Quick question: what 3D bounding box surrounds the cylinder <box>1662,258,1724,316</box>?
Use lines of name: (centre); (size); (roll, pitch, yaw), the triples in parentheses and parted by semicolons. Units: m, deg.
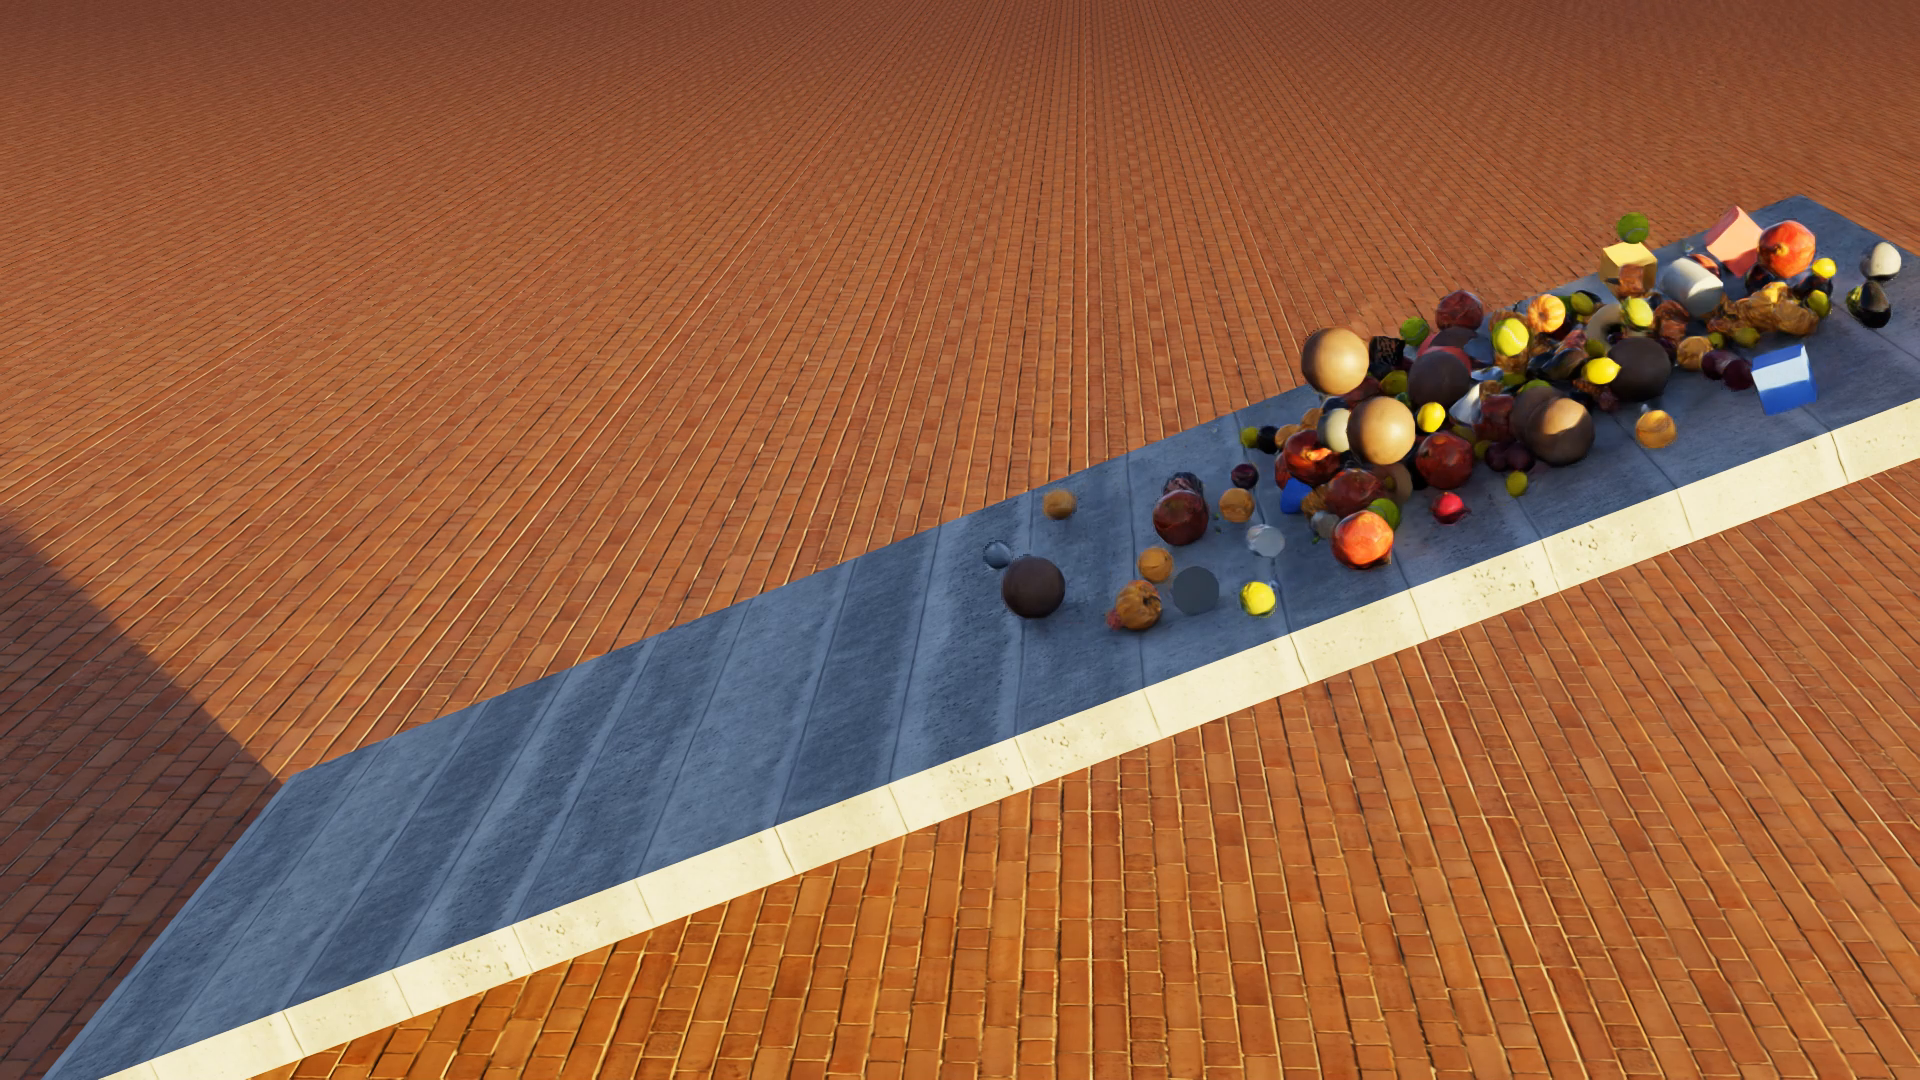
cylinder: (1.486, -0.515, 5.967); (0.087, 0.087, 0.087); (-6, 35, -24)

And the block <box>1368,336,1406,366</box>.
block: (0.958, -0.425, 6.616); (0.060, 0.060, 0.060); (7, 4, -13)

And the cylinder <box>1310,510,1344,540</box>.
cylinder: (0.714, -0.028, 5.735); (0.052, 0.052, 0.052); (-3, 9, -10)

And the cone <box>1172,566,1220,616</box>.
cone: (0.462, 0.104, 5.638); (0.093, 0.093, 0.093); (5, -7, 18)

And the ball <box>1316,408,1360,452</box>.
ball: (0.736, -0.213, 5.719); (0.086, 0.086, 0.086); (0, 14, 0)

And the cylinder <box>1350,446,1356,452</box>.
cylinder: (0.840, -0.222, 6.335); (0.057, 0.057, 0.057); (-22, 12, 5)

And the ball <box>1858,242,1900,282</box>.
ball: (1.849, -0.558, 5.915); (0.081, 0.081, 0.081); (0, 14, 0)

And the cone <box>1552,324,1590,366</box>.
cone: (1.326, -0.412, 6.320); (0.092, 0.092, 0.092); (6, -4, 24)

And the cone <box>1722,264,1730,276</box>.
cone: (1.701, -0.608, 6.500); (0.065, 0.065, 0.065); (9, 55, 33)

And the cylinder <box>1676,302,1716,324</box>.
cylinder: (1.546, -0.496, 6.179); (0.063, 0.063, 0.063); (-28, 0, 27)

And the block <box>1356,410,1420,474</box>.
block: (0.884, -0.194, 6.038); (0.098, 0.098, 0.098); (-12, 16, 42)

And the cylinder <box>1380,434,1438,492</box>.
cylinder: (0.889, -0.153, 5.816); (0.083, 0.083, 0.083); (-6, 32, -24)

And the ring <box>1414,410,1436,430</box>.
ring: (0.959, -0.244, 6.263); (0.117, 0.039, 0.117); (-21, 12, 5)

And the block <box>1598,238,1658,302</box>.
block: (1.489, -0.602, 6.554); (0.087, 0.087, 0.087); (-20, 49, -14)

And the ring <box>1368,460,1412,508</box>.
ring: (0.843, -0.110, 5.757); (0.033, 0.098, 0.098); (-13, 19, -43)

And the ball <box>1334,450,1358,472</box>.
ball: (0.809, -0.167, 6.168); (0.050, 0.050, 0.050); (0, 14, 0)

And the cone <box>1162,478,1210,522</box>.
cone: (0.501, -0.075, 6.279); (0.099, 0.099, 0.099); (-12, 20, -40)

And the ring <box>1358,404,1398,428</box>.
ring: (0.895, -0.261, 6.309); (0.088, 0.029, 0.088); (-11, -28, -6)

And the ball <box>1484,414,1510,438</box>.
ball: (1.085, -0.230, 5.944); (0.050, 0.050, 0.050); (0, 14, 0)

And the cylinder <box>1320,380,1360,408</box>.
cylinder: (0.866, -0.323, 6.709); (0.065, 0.065, 0.065); (-28, 25, -23)

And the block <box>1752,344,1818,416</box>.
block: (1.503, -0.292, 5.358); (0.091, 0.091, 0.091); (-18, 13, 22)

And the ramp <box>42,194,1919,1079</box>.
ramp: (0.124, 0.173, 6.290); (4.000, 0.100, 2.000); (-21, 12, 7)

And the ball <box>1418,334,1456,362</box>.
ball: (1.085, -0.422, 6.679); (0.092, 0.092, 0.092); (0, 14, 0)

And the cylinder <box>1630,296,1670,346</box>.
cylinder: (1.426, -0.454, 6.179); (0.096, 0.096, 0.096); (-17, 1, 39)

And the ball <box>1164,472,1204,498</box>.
ball: (0.486, -0.105, 6.390); (0.088, 0.088, 0.088); (0, 14, 0)

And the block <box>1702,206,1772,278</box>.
block: (1.624, -0.623, 6.143); (0.094, 0.094, 0.094); (41, 21, -8)

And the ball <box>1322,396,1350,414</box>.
ball: (0.812, -0.280, 6.360); (0.060, 0.060, 0.060); (0, 14, 0)

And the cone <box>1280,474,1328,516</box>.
cone: (0.715, -0.079, 5.979); (0.090, 0.090, 0.090); (23, 25, 40)

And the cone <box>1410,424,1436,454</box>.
cone: (0.936, -0.206, 5.922); (0.075, 0.075, 0.075); (-51, 36, -16)

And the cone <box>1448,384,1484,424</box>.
cone: (1.003, -0.275, 5.761); (0.072, 0.072, 0.072); (13, 27, -7)

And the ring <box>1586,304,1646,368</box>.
ring: (1.331, -0.415, 5.966); (0.134, 0.134, 0.045); (11, 0, 38)

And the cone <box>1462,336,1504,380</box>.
cone: (1.111, -0.373, 6.204); (0.095, 0.095, 0.095); (-1, 16, -2)

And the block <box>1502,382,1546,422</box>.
block: (1.156, -0.284, 6.027); (0.060, 0.060, 0.060); (-23, 12, -2)

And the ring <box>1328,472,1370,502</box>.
ring: (0.794, -0.106, 5.972); (0.100, 0.033, 0.100); (-23, 12, 5)

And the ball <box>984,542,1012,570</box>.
ball: (0.085, 0.036, 6.570); (0.060, 0.060, 0.060); (0, 14, 0)
